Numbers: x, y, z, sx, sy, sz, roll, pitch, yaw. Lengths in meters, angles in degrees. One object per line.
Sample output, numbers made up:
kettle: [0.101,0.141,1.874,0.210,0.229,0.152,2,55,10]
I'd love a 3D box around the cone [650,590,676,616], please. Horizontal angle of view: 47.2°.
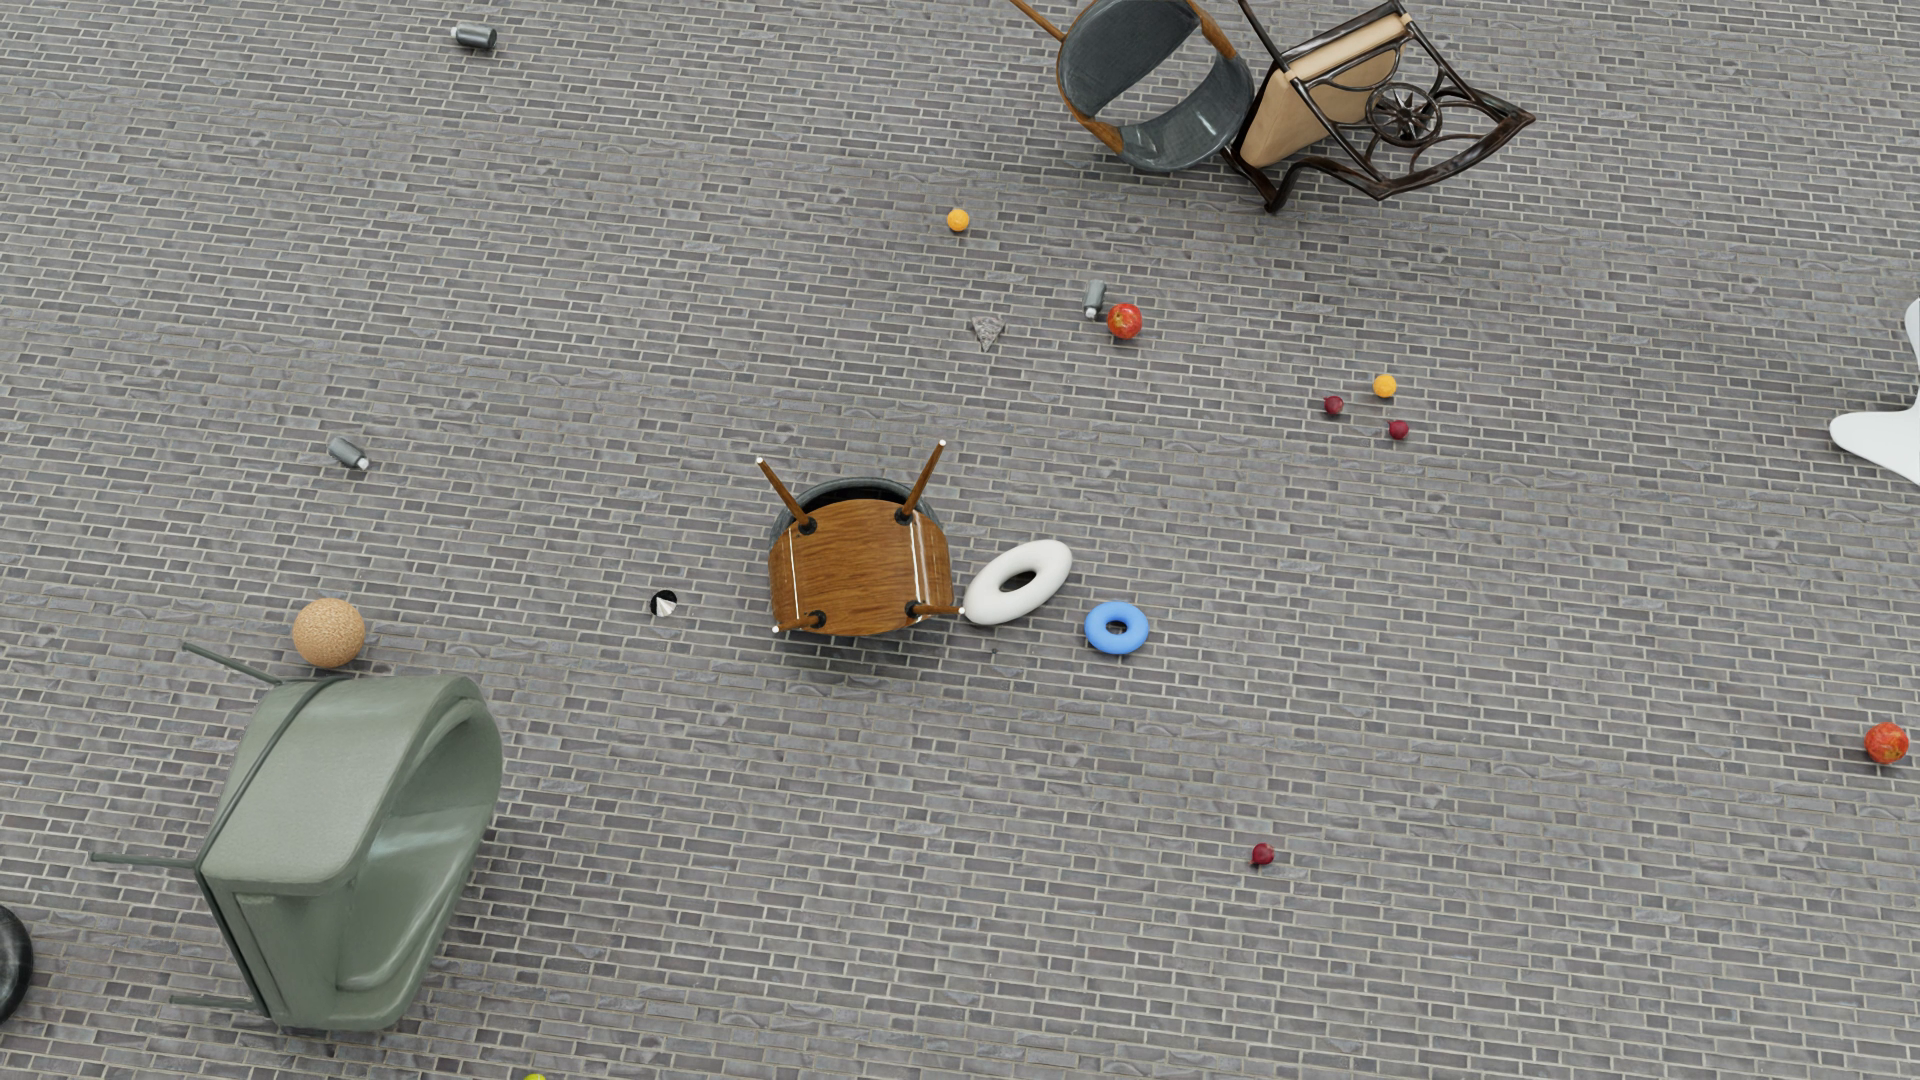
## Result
cone: [-0.885,0.170,6.437,0.085,0.084,0.082,-23,32,-23]

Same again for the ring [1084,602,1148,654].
ring: [0.453,0.254,6.371,0.188,0.056,0.173,1,55,0]

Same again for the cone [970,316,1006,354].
cone: [0.086,-0.645,6.993,0.117,0.046,0.122,5,67,2]

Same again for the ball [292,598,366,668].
ball: [-1.800,0.265,6.276,0.200,0.200,0.200,0,56,0]

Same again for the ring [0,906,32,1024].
ring: [-2.591,1.124,5.756,0.317,0.109,0.383,-10,57,-8]

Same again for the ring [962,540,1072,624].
ring: [0.170,0.122,6.435,0.383,0.097,0.194,-33,61,-20]
